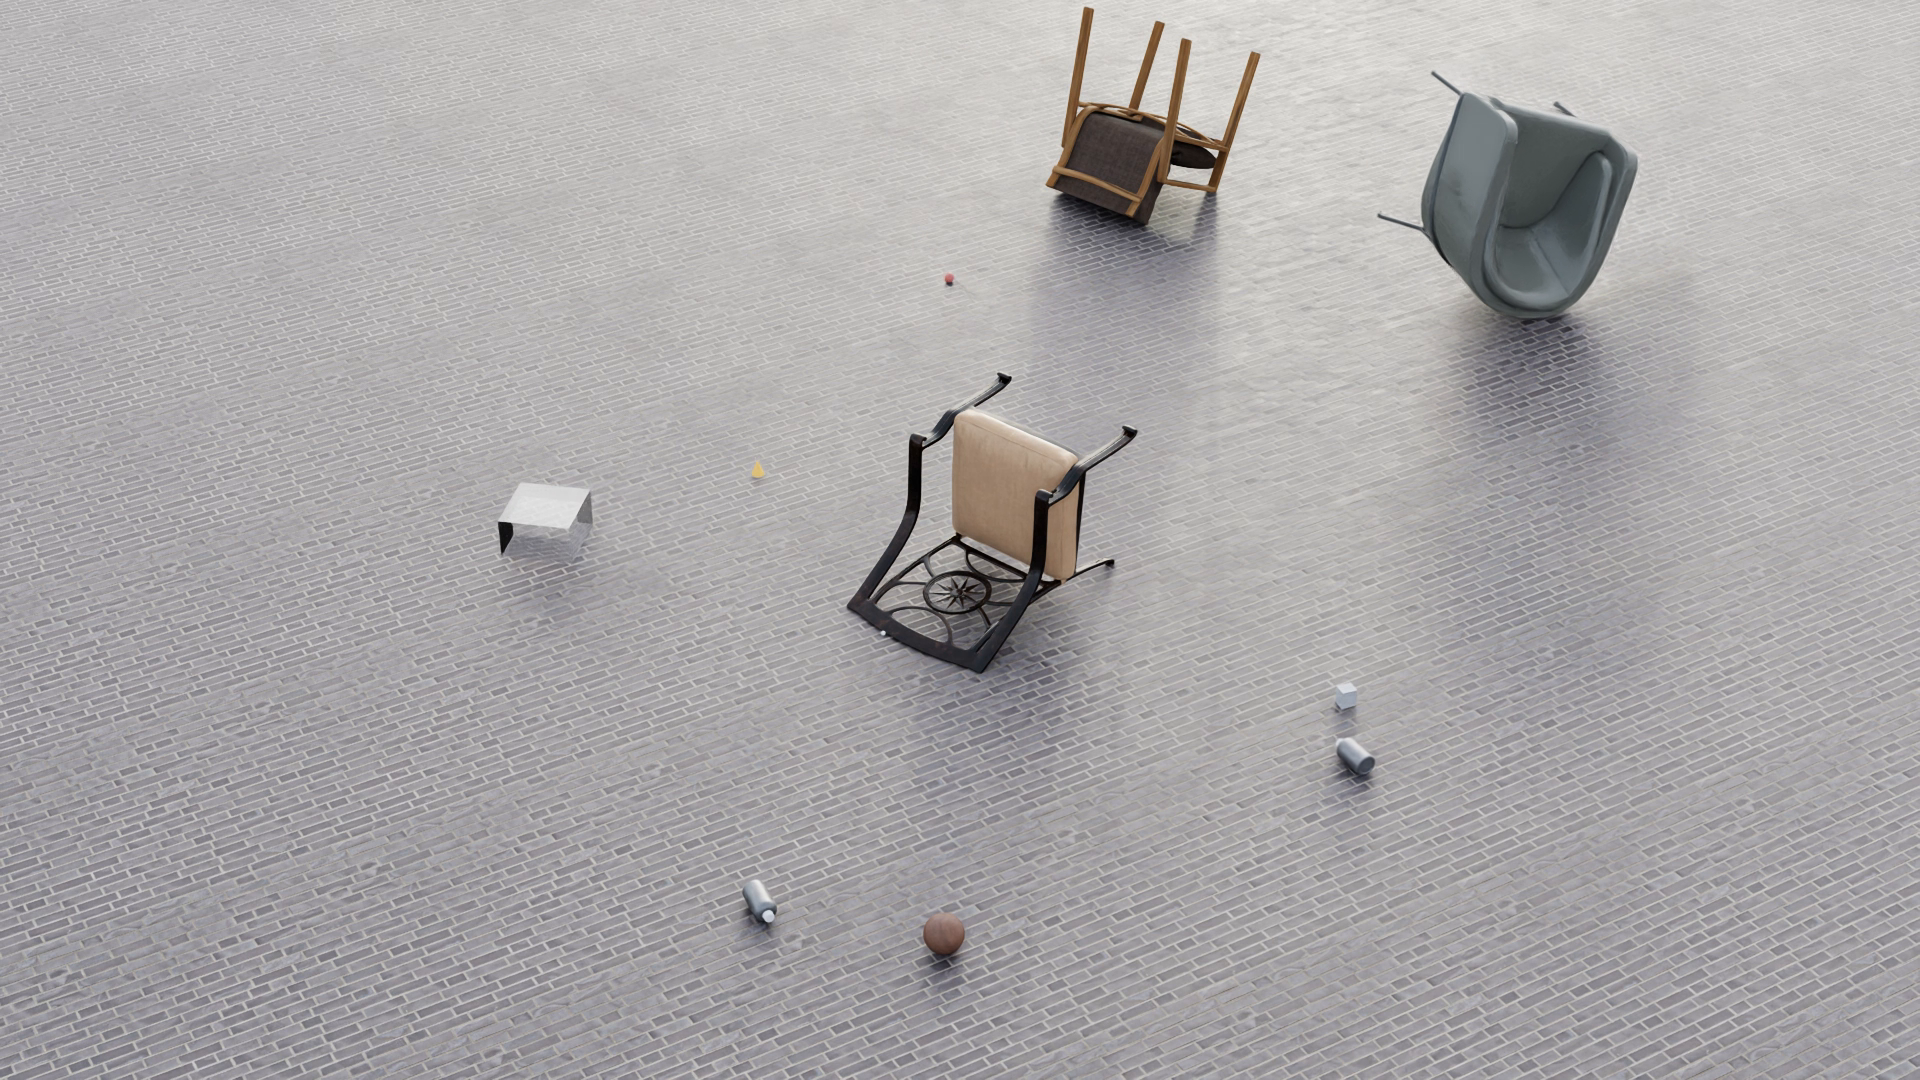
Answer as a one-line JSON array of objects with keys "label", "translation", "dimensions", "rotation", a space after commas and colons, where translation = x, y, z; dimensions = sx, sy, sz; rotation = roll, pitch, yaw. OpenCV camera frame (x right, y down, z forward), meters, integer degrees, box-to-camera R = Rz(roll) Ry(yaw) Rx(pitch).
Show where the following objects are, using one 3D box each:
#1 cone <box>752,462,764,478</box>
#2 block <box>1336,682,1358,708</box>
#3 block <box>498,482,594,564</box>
[{"label": "cone", "translation": [-0.781, -0.282, 11.316], "dimensions": [0.051, 0.062, 0.057], "rotation": [-9, 34, -14]}, {"label": "block", "translation": [1.327, 0.535, 10.072], "dimensions": [0.054, 0.066, 0.047], "rotation": [-12, 35, -18]}, {"label": "block", "translation": [-1.539, -0.065, 10.902], "dimensions": [0.271, 0.154, 0.272], "rotation": [6, 34, 9]}]
